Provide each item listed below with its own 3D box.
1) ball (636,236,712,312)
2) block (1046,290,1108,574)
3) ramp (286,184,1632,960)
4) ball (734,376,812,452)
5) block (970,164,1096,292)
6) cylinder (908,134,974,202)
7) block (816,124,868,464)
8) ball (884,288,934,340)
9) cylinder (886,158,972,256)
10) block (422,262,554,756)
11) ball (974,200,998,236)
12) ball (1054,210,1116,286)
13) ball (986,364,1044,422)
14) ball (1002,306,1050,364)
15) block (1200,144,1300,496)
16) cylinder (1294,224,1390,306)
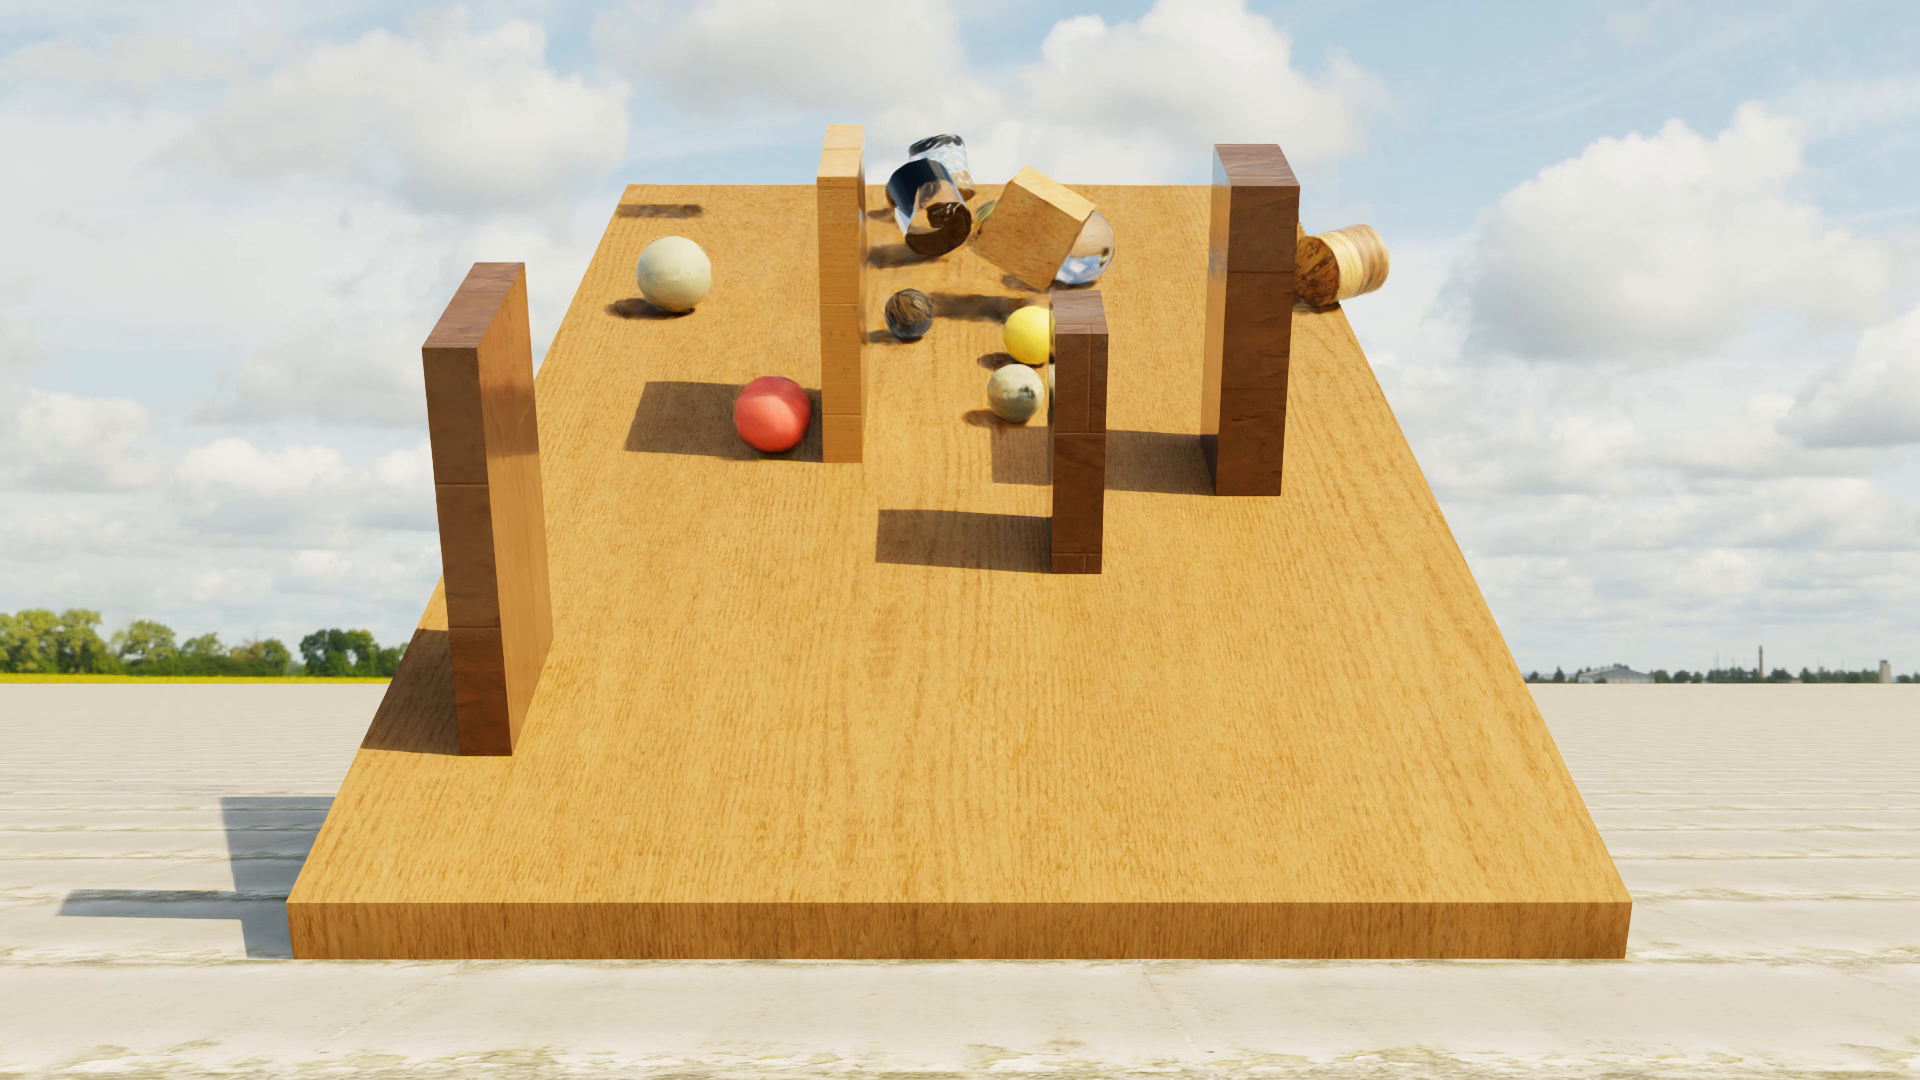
[{"bbox_3d":[-0.732,-0.680,5.954,0.194,0.194,0.194,0,-3,0],"label":"ball"},{"bbox_3d":[0.226,-0.212,4.537,0.098,0.492,0.264,0,24,0],"label":"block"},{"bbox_3d":[-0.008,-0.228,5.301,2.000,0.100,4.000,0,24,0],"label":"ramp"},{"bbox_3d":[-0.407,-0.275,5.073,0.169,0.169,0.169,0,-3,0],"label":"ball"},{"bbox_3d":[0.188,-0.793,5.906,0.210,0.210,0.210,30,23,1],"label":"block"},{"bbox_3d":[-0.054,-1.062,6.715,0.164,0.164,0.164,-12,-10,-2],"label":"cylinder"},{"bbox_3d":[-0.254,-0.547,5.113,0.084,0.635,0.444,0,24,0],"label":"block"},{"bbox_3d":[-0.126,-0.560,5.770,0.126,0.126,0.126,0,-3,0],"label":"ball"},{"bbox_3d":[-0.087,-0.908,6.361,0.190,0.190,0.190,-14,-40,-12],"label":"cylinder"},{"bbox_3d":[-0.784,-0.058,3.909,0.085,0.715,0.441,0,24,0],"label":"block"},{"bbox_3d":[0.097,-0.895,6.537,0.117,0.117,0.117,0,-3,0],"label":"ball"},{"bbox_3d":[0.308,-0.780,6.166,0.207,0.207,0.207,0,-3,0],"label":"ball"},{"bbox_3d":[0.125,-0.333,5.253,0.131,0.131,0.131,0,-3,0],"label":"ball"},{"bbox_3d":[0.173,-0.493,5.601,0.141,0.141,0.141,0,-3,0],"label":"ball"},{"bbox_3d":[0.604,-0.464,4.890,0.137,0.667,0.333,0,24,0],"label":"block"},{"bbox_3d":[0.985,-0.715,6.042,0.182,0.182,0.182,-18,7,-34],"label":"cylinder"}]
